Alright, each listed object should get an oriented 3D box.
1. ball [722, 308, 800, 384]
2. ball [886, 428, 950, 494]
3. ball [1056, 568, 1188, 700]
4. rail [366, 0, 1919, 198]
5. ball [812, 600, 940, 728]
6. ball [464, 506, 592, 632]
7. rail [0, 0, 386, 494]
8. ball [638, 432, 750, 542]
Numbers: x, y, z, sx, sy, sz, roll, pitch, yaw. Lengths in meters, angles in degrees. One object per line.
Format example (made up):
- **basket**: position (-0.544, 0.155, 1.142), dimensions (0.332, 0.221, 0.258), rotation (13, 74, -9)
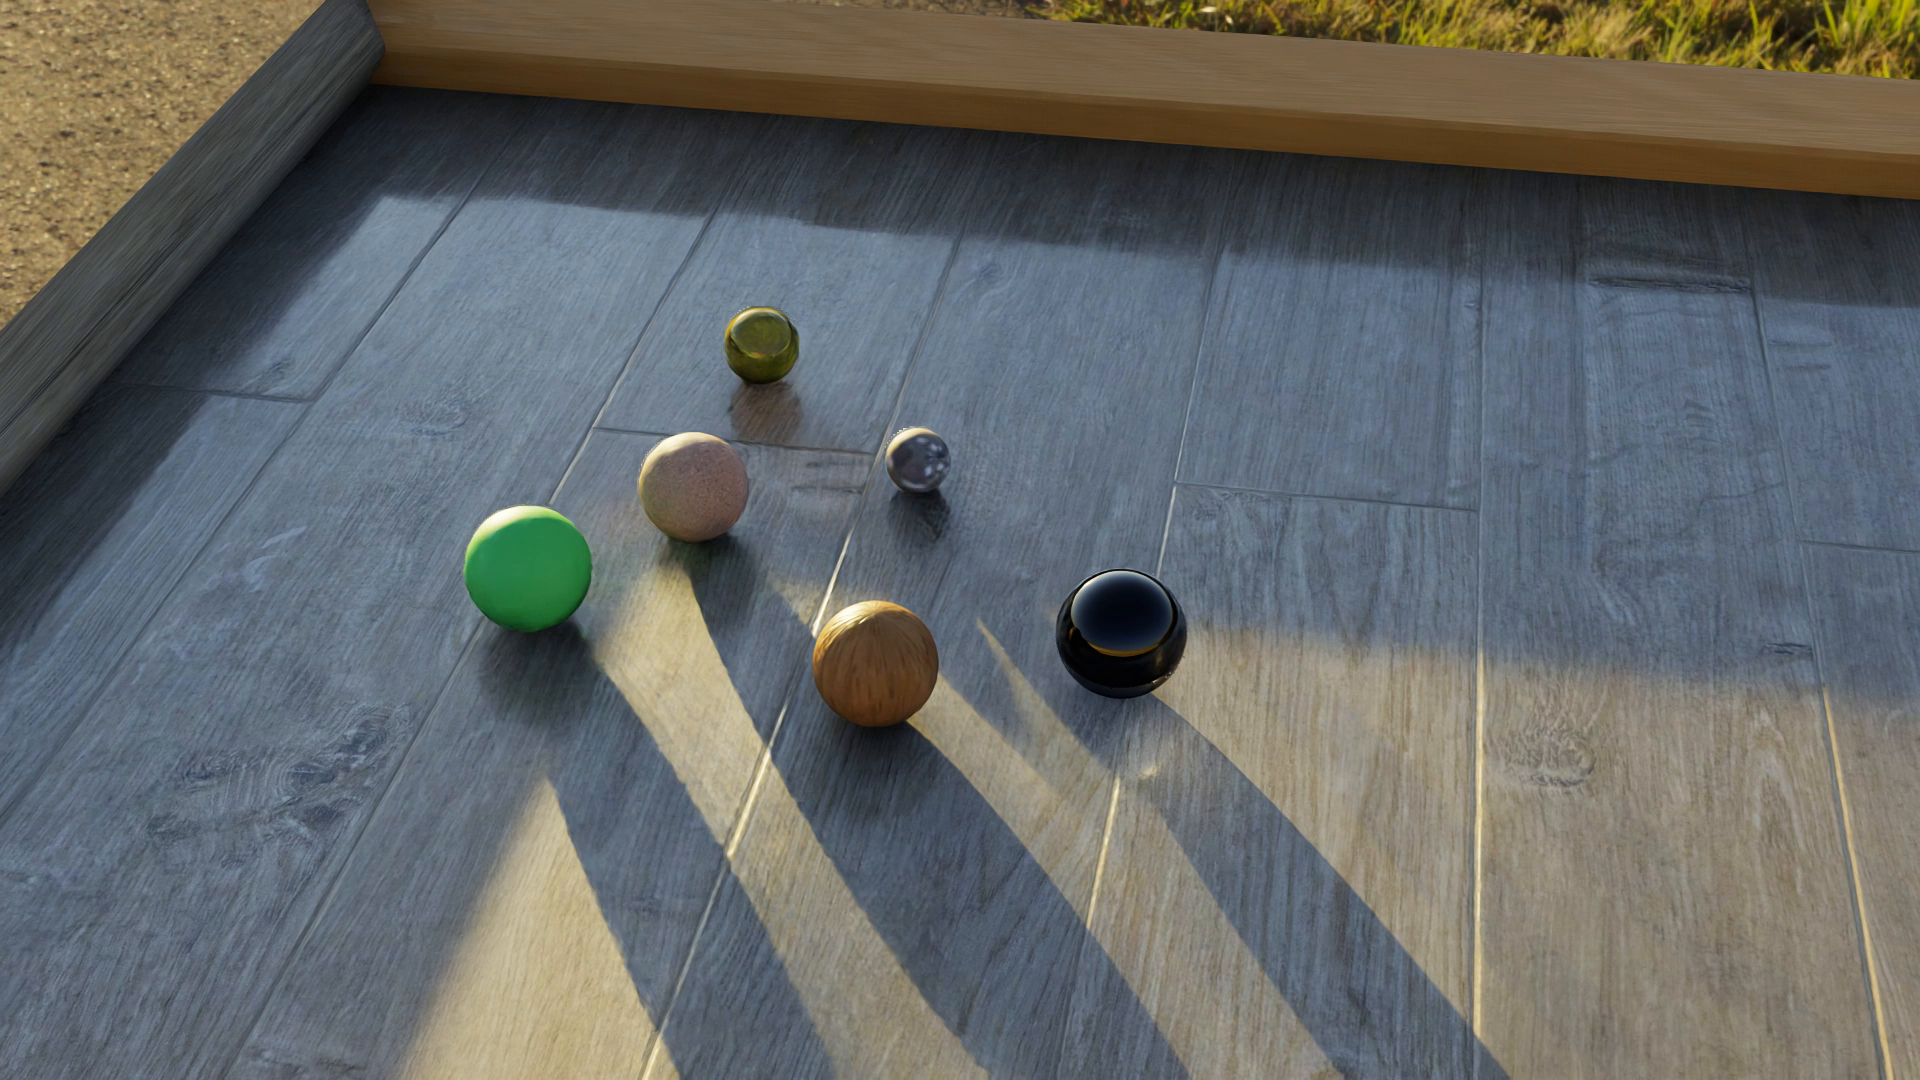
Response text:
- **ball**: position (-0.174, -0.170, 2.246), dimensions (0.067, 0.067, 0.067), rotation (0, 34, 0)
- **ball**: position (-0.034, -0.065, 2.103), dimensions (0.053, 0.053, 0.053), rotation (0, 34, 0)
- **ball**: position (0.117, 0.068, 1.868), dimensions (0.096, 0.096, 0.096), rotation (0, 34, 0)
- **rail**: position (0.926, -0.382, 2.507), dimensions (3.198, 0.125, 0.045), rotation (6, 34, 8)
- **ball**: position (-0.061, 0.089, 1.841), dimensions (0.091, 0.091, 0.091), rotation (0, 34, 0)
- **ball**: position (-0.326, 0.022, 1.937), dimensions (0.096, 0.096, 0.096), rotation (0, 34, 0)
- **rail**: position (-0.764, -0.093, 2.078), dimensions (0.045, 0.125, 1.651), rotation (6, 34, 8)
- **ball**: position (-0.211, -0.042, 2.039), dimensions (0.087, 0.087, 0.087), rotation (0, 34, 0)
